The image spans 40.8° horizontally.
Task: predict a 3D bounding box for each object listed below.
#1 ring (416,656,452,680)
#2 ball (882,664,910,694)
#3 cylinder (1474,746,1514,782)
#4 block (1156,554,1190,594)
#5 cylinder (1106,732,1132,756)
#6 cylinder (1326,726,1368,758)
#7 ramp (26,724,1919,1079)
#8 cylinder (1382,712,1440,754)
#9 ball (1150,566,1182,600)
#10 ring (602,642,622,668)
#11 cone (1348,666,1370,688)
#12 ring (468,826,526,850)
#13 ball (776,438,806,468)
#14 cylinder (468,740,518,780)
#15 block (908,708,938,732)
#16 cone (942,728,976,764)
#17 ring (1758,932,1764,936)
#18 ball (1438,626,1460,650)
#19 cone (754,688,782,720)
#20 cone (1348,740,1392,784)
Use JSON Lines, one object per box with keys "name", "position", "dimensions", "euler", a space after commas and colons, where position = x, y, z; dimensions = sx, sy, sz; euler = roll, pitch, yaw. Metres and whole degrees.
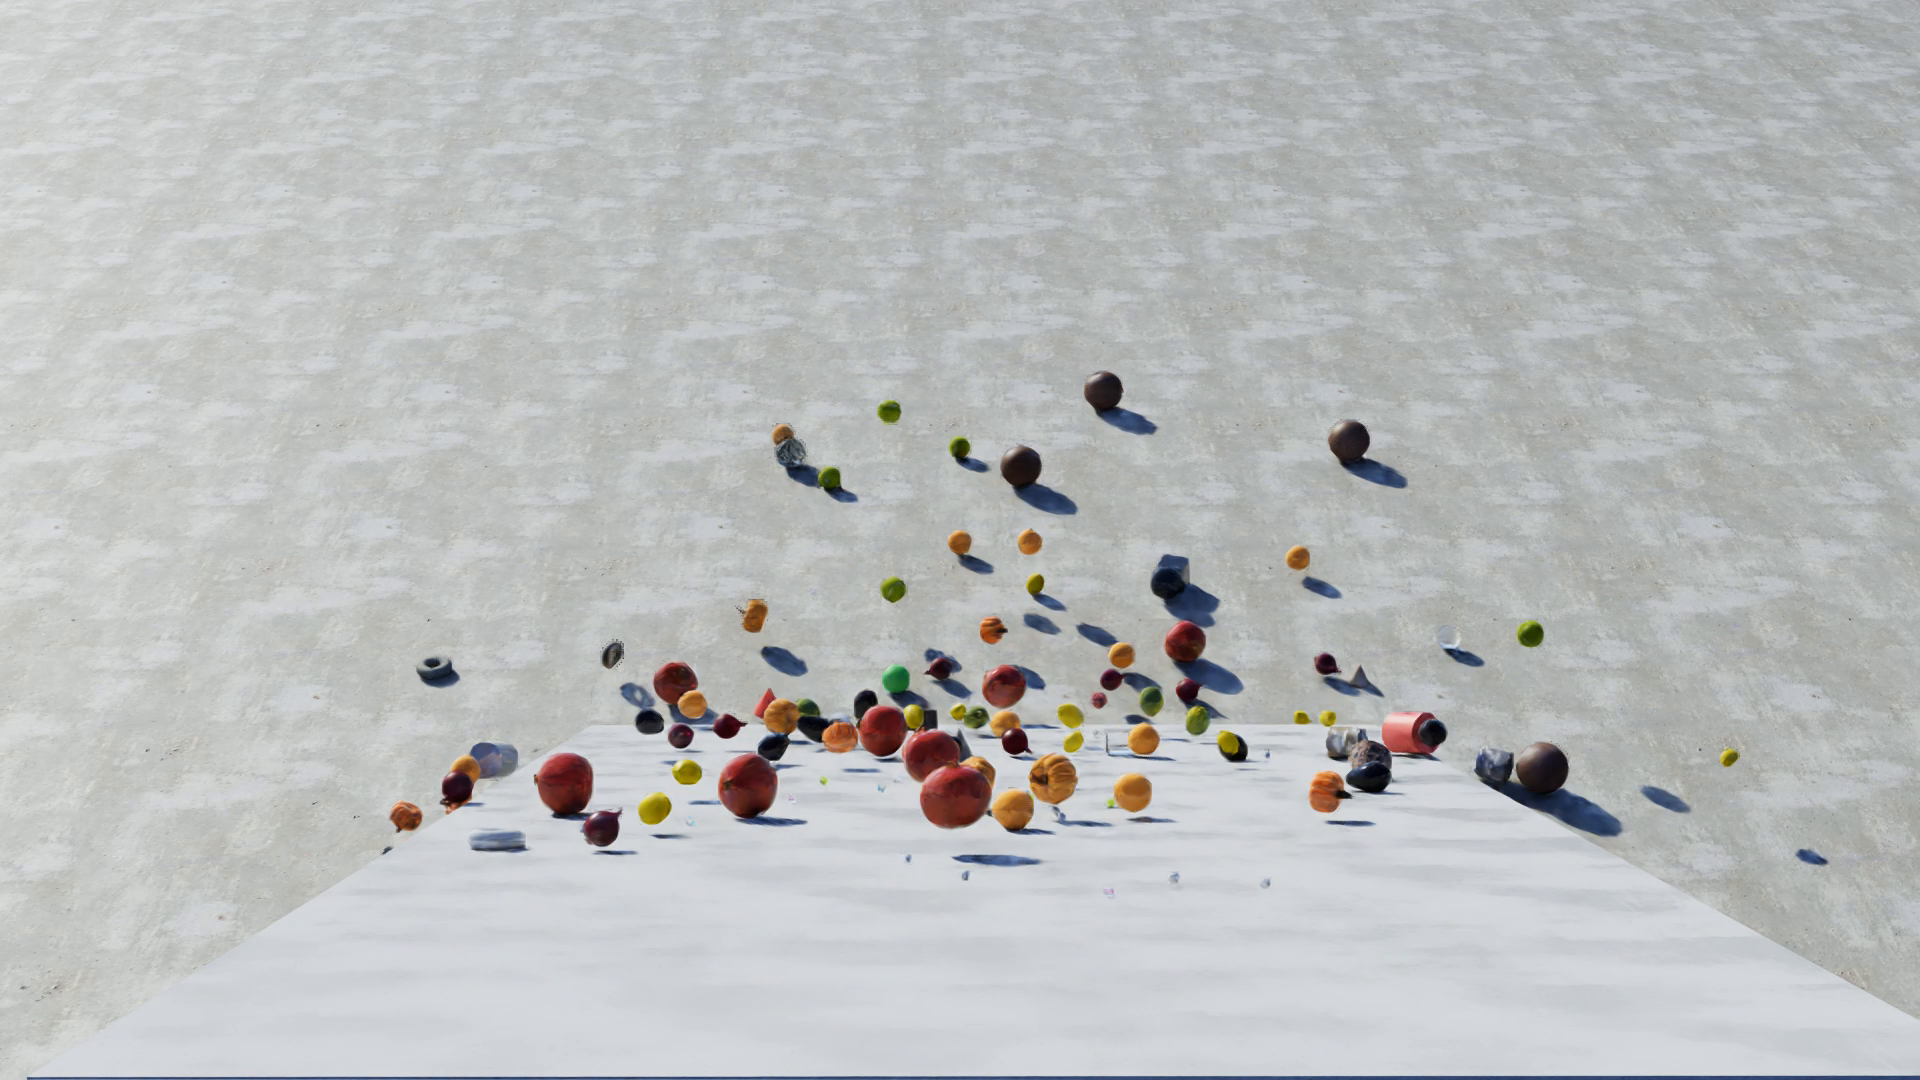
{"name": "ring", "position": [-1.425, 0.346, 6.997], "dimensions": [0.097, 0.032, 0.097], "euler": [0, 28, 0]}
{"name": "ball", "position": [-0.171, 0.371, 6.898], "dimensions": [0.077, 0.077, 0.077], "euler": [0, 27, 0]}
{"name": "cylinder", "position": [1.347, 0.565, 6.506], "dimensions": [0.077, 0.077, 0.077], "euler": [13, 30, 25]}
{"name": "block", "position": [0.613, 0.097, 7.430], "dimensions": [0.077, 0.077, 0.077], "euler": [10, 29, 18]}
{"name": "cylinder", "position": [0.357, 0.457, 5.800], "dimensions": [0.052, 0.052, 0.052], "euler": [-4, 25, 16]}
{"name": "cylinder", "position": [0.855, 0.448, 5.703], "dimensions": [0.070, 0.070, 0.070], "euler": [1, 25, 27]}
{"name": "ramp", "position": [0.062, 0.555, 4.592], "dimensions": [2.000, 0.100, 4.000], "euler": [0, 1, 0]}
{"name": "cylinder", "position": [1.013, 0.433, 5.795], "dimensions": [0.093, 0.093, 0.093], "euler": [-21, 10, -35]}
{"name": "ball", "position": [0.586, 0.120, 7.349], "dimensions": [0.096, 0.096, 0.096], "euler": [0, 27, 0]}
{"name": "ring", "position": [-0.937, 0.309, 6.953], "dimensions": [0.025, 0.075, 0.075], "euler": [21, 33, 20]}
{"name": "cone", "position": [1.074, 0.358, 6.944], "dimensions": [0.058, 0.058, 0.058], "euler": [0, 27, 0]}
{"name": "ring", "position": [-0.768, 0.495, 4.282], "dimensions": [0.098, 0.033, 0.098], "euler": [0, -1, 0]}
{"name": "ball", "position": [-0.533, -0.273, 8.131], "dimensions": [0.093, 0.093, 0.093], "euler": [0, 27, 0]}
{"name": "cylinder", "position": [-1.136, 0.536, 6.286], "dimensions": [0.091, 0.091, 0.091], "euler": [9, 0, 17]}
{"name": "block", "position": [-0.092, 0.449, 6.428], "dimensions": [0.052, 0.052, 0.052], "euler": [1, 1, 35]}
{"name": "cone", "position": [-0.002, 0.449, 5.679], "dimensions": [0.076, 0.076, 0.076], "euler": [0, 1, 0]}
{"name": "ring", "position": [1.782, 0.925, 5.803], "dimensions": [0.093, 0.093, 0.031], "euler": [-21, 30, -35]}
{"name": "ball", "position": [1.346, 0.270, 7.109], "dimensions": [0.065, 0.065, 0.065], "euler": [0, 27, 0]}
{"name": "cone", "position": [-0.501, 0.418, 6.766], "dimensions": [0.077, 0.077, 0.077], "euler": [5, 25, -3]}
{"name": "cone", "position": [0.830, 0.473, 5.275], "dimensions": [0.092, 0.092, 0.092], "euler": [8, 30, 16]}
